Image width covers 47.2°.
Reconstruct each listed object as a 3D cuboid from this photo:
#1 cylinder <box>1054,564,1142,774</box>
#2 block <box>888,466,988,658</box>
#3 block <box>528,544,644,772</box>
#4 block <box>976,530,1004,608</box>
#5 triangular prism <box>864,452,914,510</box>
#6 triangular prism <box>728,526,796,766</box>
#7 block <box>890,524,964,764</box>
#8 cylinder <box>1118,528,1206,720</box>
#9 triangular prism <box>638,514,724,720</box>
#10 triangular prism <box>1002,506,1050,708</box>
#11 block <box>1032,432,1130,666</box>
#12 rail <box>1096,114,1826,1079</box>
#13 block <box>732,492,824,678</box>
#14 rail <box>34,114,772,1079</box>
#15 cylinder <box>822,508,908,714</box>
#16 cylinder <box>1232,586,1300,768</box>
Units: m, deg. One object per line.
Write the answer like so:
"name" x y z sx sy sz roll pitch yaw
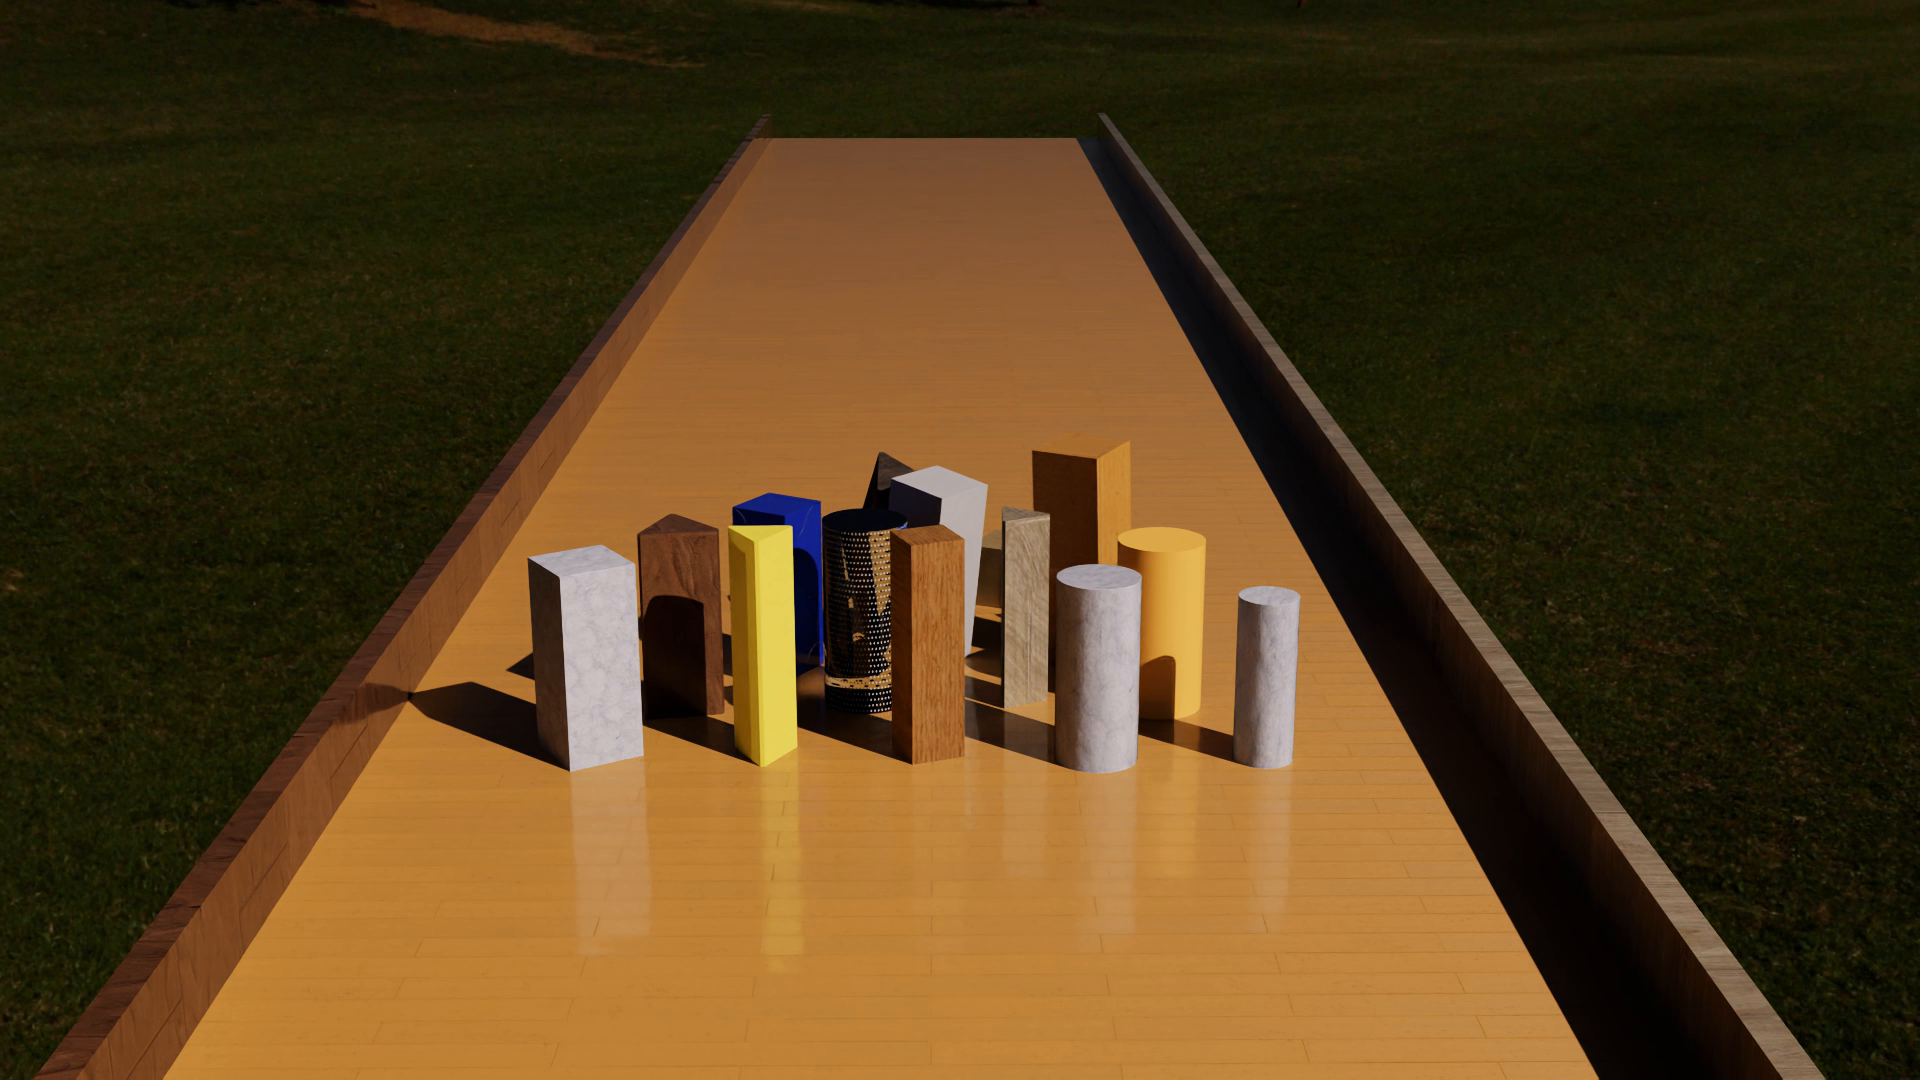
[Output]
"cylinder" 0.242 0.226 3.876 0.149 0.338 0.149 0 17 0
"block" -0.057 0.057 4.363 0.135 0.369 0.135 22 27 36
"block" -0.664 0.207 3.902 0.141 0.358 0.141 -11 20 -32
"block" 0.235 0.082 4.717 0.409 0.133 0.133 8 18 24
"triangular prism" -0.183 0.003 4.514 0.124 0.393 0.107 -10 47 -31
"triangular prism" -0.336 0.181 3.891 0.096 0.415 0.111 -10 19 -30
"block" -0.057 0.185 3.894 0.100 0.405 0.100 -7 18 -22
"cylinder" 0.375 0.155 4.132 0.164 0.326 0.164 0 17 0
"triangular prism" -0.528 0.140 4.125 0.146 0.359 0.126 -4 17 -12
"triangular prism" 0.103 0.124 4.163 0.100 0.368 0.087 -9 19 -28
"block" 0.243 0.025 4.352 0.141 0.443 0.141 9 21 30
"rail" 0.932 -0.844 7.801 0.050 0.150 12.000 0 17 -1
"block" -0.357 0.091 4.329 0.123 0.337 0.123 9 19 29
"rail" -1.118 -0.838 7.780 0.050 0.150 12.000 0 17 -1
"cylinder" -0.178 0.133 4.154 0.160 0.356 0.160 0 17 0
"cylinder" 0.540 0.242 3.880 0.107 0.303 0.107 0 17 0
